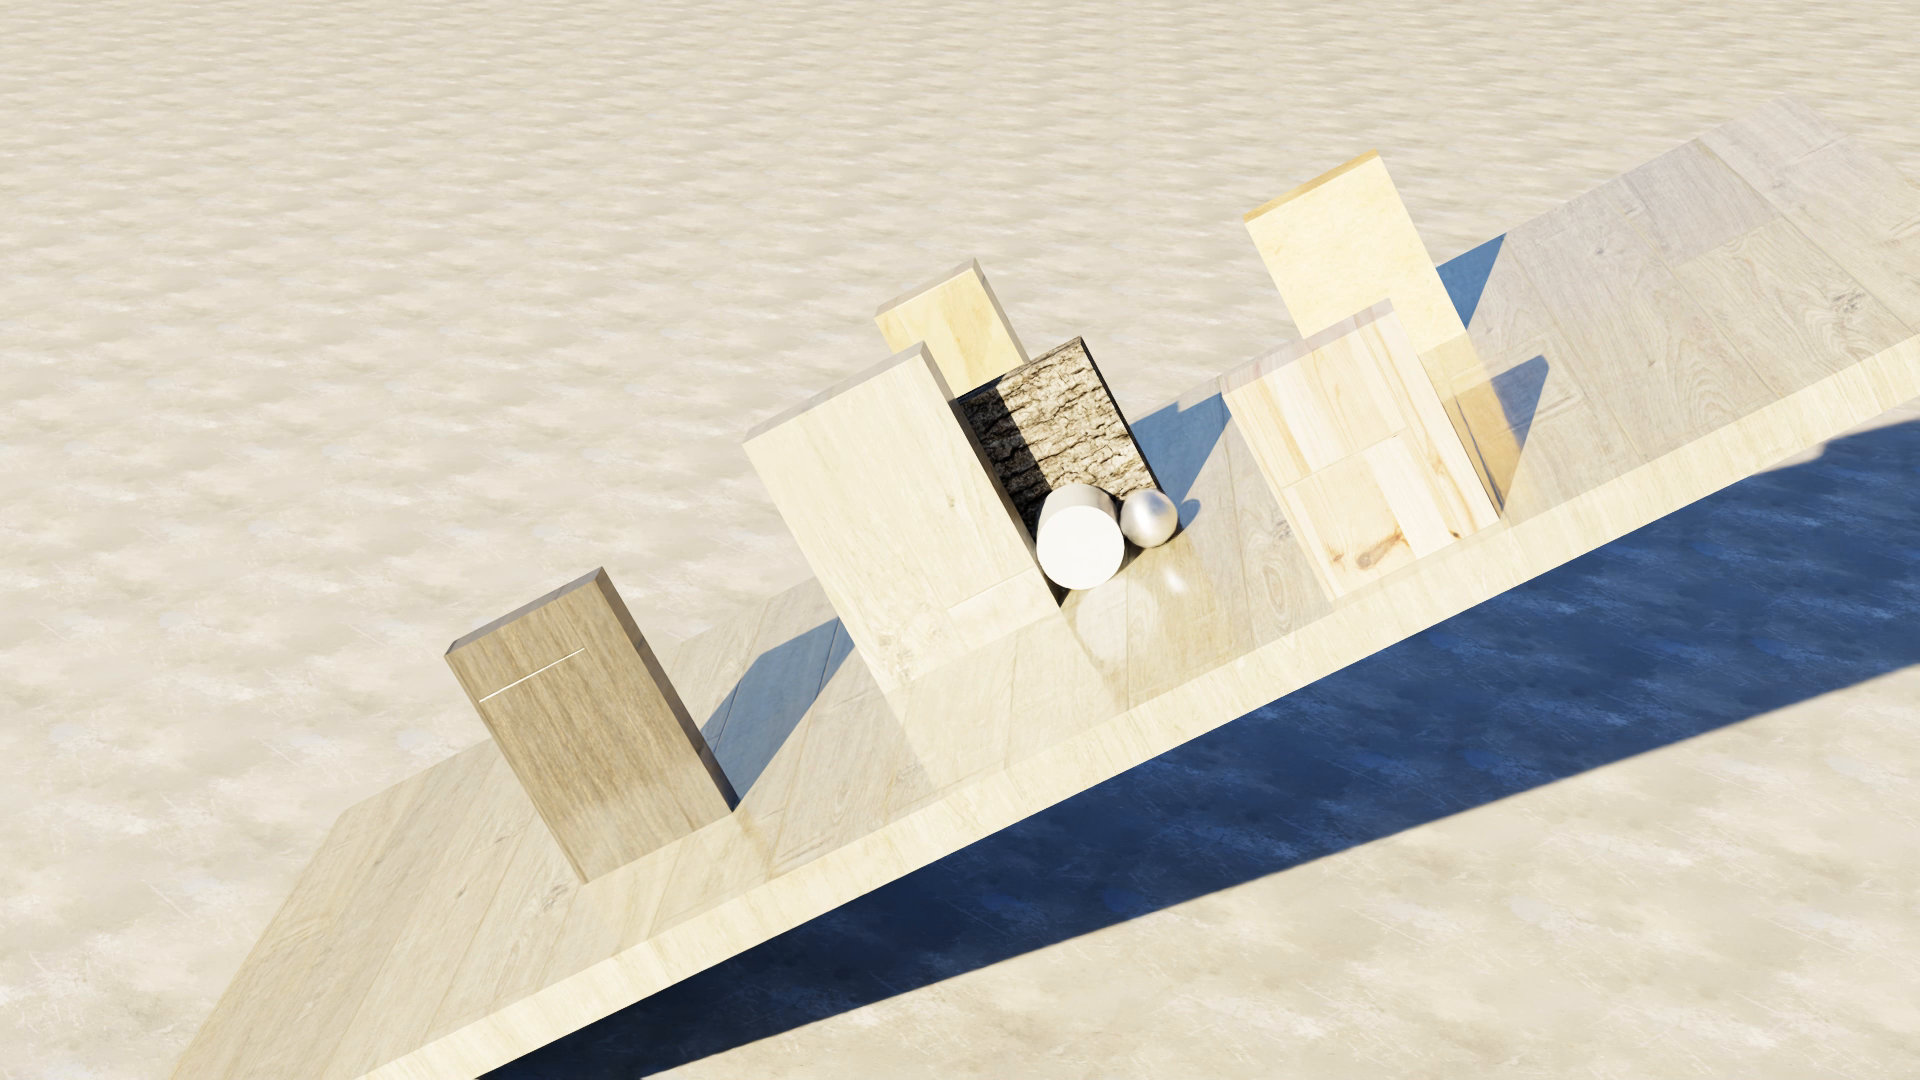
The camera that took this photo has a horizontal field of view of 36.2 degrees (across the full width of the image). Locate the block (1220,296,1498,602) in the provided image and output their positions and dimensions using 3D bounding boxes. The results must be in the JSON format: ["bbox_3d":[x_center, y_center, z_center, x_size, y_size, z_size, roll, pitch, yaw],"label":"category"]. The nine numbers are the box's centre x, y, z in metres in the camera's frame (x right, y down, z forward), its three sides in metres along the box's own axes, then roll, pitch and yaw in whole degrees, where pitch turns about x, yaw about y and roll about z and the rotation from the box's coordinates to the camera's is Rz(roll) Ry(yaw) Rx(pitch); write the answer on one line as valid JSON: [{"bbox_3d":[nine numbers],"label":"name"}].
[{"bbox_3d":[0.709,-0.160,5.227,0.333,0.426,0.113,-26,14,11],"label":"block"}]

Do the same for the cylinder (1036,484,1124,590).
[{"bbox_3d":[0.248,-0.009,6.114,0.179,0.179,0.179,0,16,0],"label":"cylinder"}]

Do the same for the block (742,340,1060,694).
[{"bbox_3d":[-0.116,-0.044,6.063,0.412,0.606,0.122,-26,14,11],"label":"block"}]

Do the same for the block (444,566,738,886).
[{"bbox_3d":[-0.738,0.376,5.904,0.349,0.553,0.092,-26,14,11],"label":"block"}]

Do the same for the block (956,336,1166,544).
[{"bbox_3d":[0.210,-0.168,6.236,0.324,0.426,0.084,-26,14,11],"label":"block"}]

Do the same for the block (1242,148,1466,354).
[{"bbox_3d":[0.860,-0.583,6.416,0.320,0.434,0.105,-26,14,11],"label":"block"}]

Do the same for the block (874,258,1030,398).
[{"bbox_3d":[0.052,-0.342,6.863,0.256,0.570,0.123,-26,14,11],"label":"block"}]

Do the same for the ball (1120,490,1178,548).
[{"bbox_3d":[0.390,-0.044,6.084,0.119,0.119,0.119,0,17,0],"label":"ball"}]

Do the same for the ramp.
[{"bbox_3d":[0.141,0.167,6.281,4.000,0.100,2.000,-26,14,11],"label":"ramp"}]
